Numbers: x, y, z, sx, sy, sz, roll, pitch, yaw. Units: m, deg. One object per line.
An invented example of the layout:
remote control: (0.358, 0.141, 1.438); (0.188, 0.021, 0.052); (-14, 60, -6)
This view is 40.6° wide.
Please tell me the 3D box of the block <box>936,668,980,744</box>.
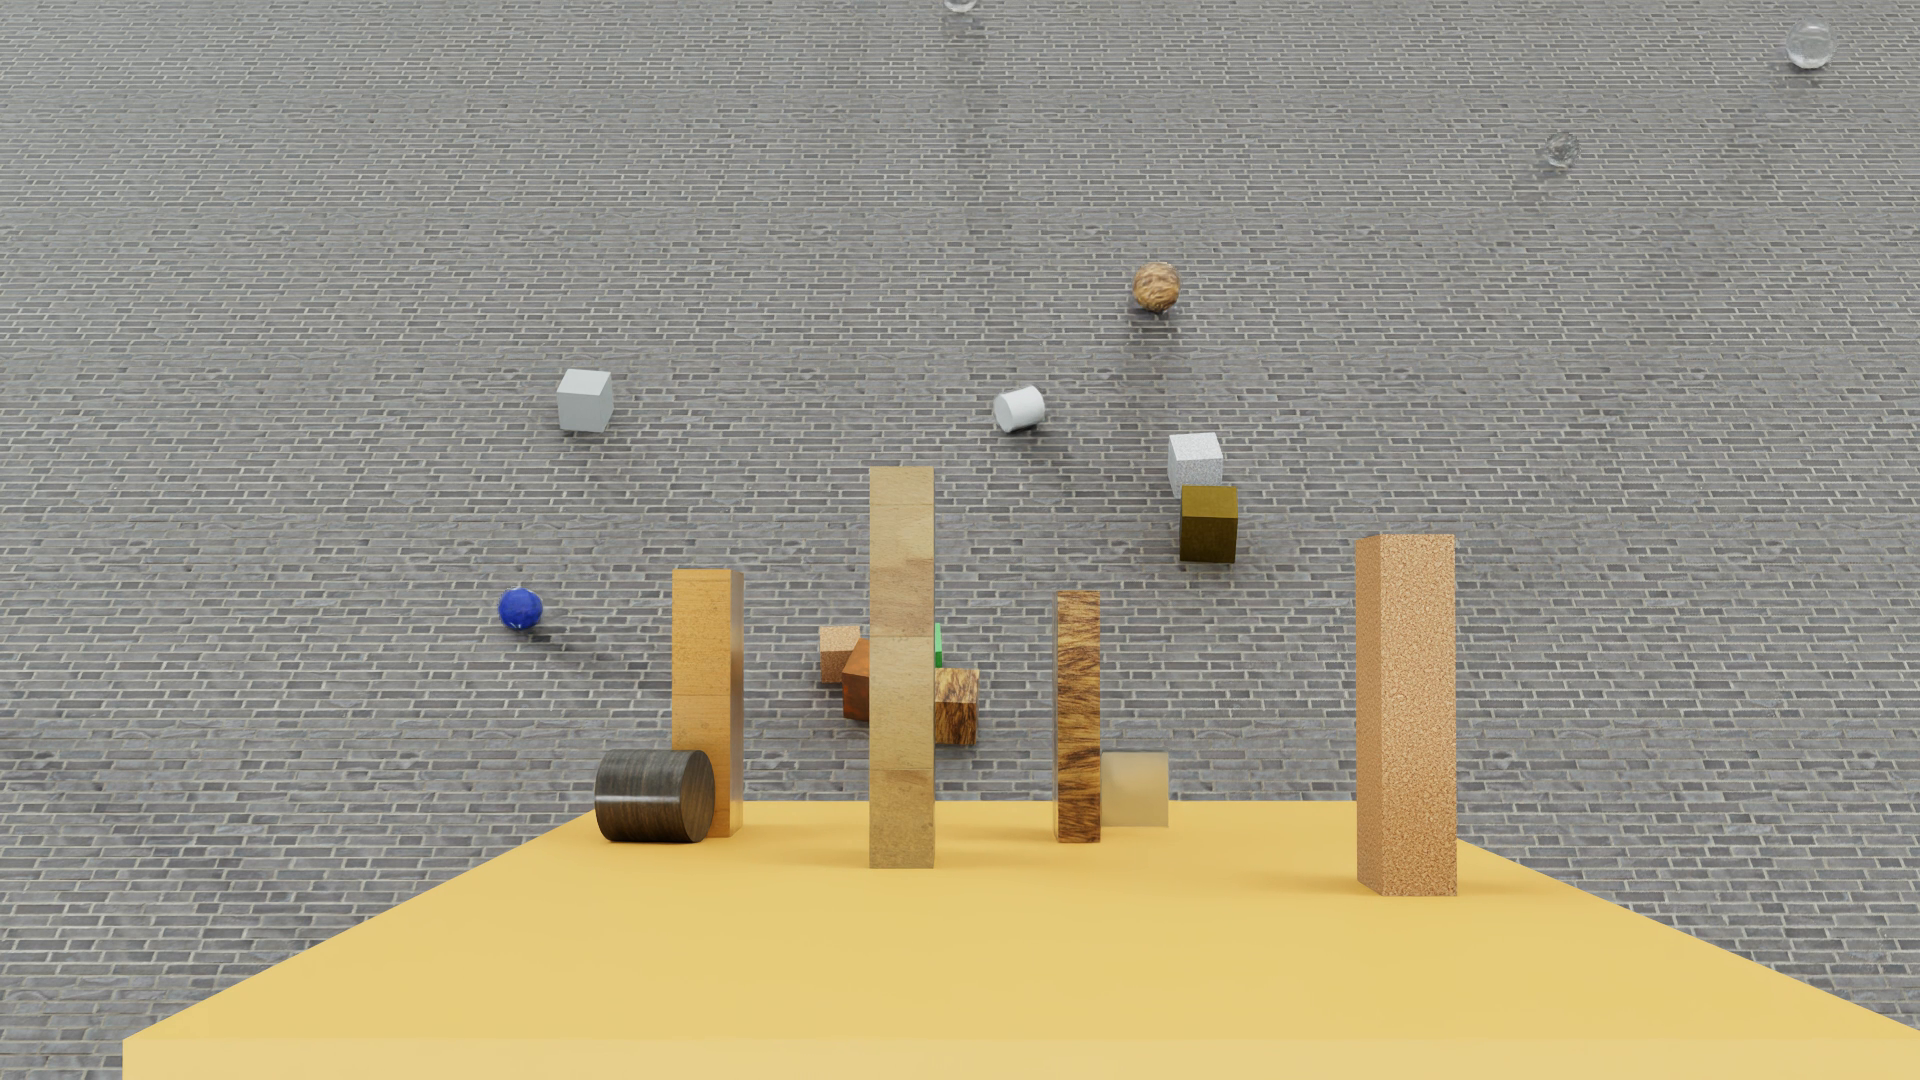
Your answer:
block: (-0.025, 0.459, 7.190); (0.148, 0.148, 0.148); (2, 36, 3)

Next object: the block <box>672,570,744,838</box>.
block: (-0.564, 0.362, 5.830); (0.127, 0.584, 0.345); (0, -2, 0)

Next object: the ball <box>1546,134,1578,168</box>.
ball: (2.302, -1.489, 9.940); (0.122, 0.122, 0.122); (0, 36, 0)

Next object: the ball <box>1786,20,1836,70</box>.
ball: (3.480, -2.025, 10.630); (0.194, 0.194, 0.194); (0, 36, 0)

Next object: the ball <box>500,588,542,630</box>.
ball: (-1.279, 0.202, 7.571); (0.124, 0.124, 0.124); (0, 36, 0)

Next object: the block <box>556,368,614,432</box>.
block: (-1.221, -0.455, 8.474); (0.143, 0.143, 0.143); (5, 36, 7)

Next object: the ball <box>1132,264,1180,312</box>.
ball: (0.684, -0.878, 9.048); (0.166, 0.166, 0.166); (0, 36, 0)

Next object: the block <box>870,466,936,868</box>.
block: (-0.111, 0.247, 5.115); (0.121, 0.762, 0.377); (0, -2, 0)

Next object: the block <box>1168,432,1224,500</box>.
block: (0.738, -0.233, 8.162); (0.145, 0.145, 0.145); (-3, 36, -5)

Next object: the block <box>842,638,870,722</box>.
block: (-0.226, 0.398, 7.263); (0.162, 0.162, 0.162); (9, 37, 12)

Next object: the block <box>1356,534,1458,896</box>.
block: (0.778, 0.302, 4.549); (0.126, 0.614, 0.282); (0, -2, 0)

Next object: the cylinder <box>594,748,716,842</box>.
cylinder: (-0.651, 0.546, 5.556); (0.196, 0.196, 0.196); (-1, 34, 16)

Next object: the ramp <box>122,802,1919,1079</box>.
ramp: (0.078, 0.670, 4.858); (2.000, 0.100, 4.000); (0, -2, 0)

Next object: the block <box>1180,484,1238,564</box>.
block: (0.753, -0.049, 7.885); (0.167, 0.167, 0.167); (2, 36, 3)

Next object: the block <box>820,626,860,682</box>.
block: (-0.340, 0.326, 7.406); (0.114, 0.114, 0.114); (-2, 36, -2)

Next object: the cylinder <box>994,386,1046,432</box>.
cylinder: (0.194, -0.426, 8.452); (0.122, 0.122, 0.122); (-18, 39, -23)

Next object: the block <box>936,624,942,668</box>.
block: (-0.119, 0.330, 7.386); (0.131, 0.131, 0.131); (-2, 36, -2)

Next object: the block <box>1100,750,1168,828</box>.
block: (0.395, 0.575, 6.037); (0.171, 0.171, 0.171); (0, -2, 3)

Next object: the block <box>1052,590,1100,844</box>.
block: (0.252, 0.381, 5.676); (0.089, 0.535, 0.331); (0, -2, 0)

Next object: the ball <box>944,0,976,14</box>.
ball: (-0.001, -2.324, 11.087); (0.149, 0.149, 0.149); (0, 36, 0)
